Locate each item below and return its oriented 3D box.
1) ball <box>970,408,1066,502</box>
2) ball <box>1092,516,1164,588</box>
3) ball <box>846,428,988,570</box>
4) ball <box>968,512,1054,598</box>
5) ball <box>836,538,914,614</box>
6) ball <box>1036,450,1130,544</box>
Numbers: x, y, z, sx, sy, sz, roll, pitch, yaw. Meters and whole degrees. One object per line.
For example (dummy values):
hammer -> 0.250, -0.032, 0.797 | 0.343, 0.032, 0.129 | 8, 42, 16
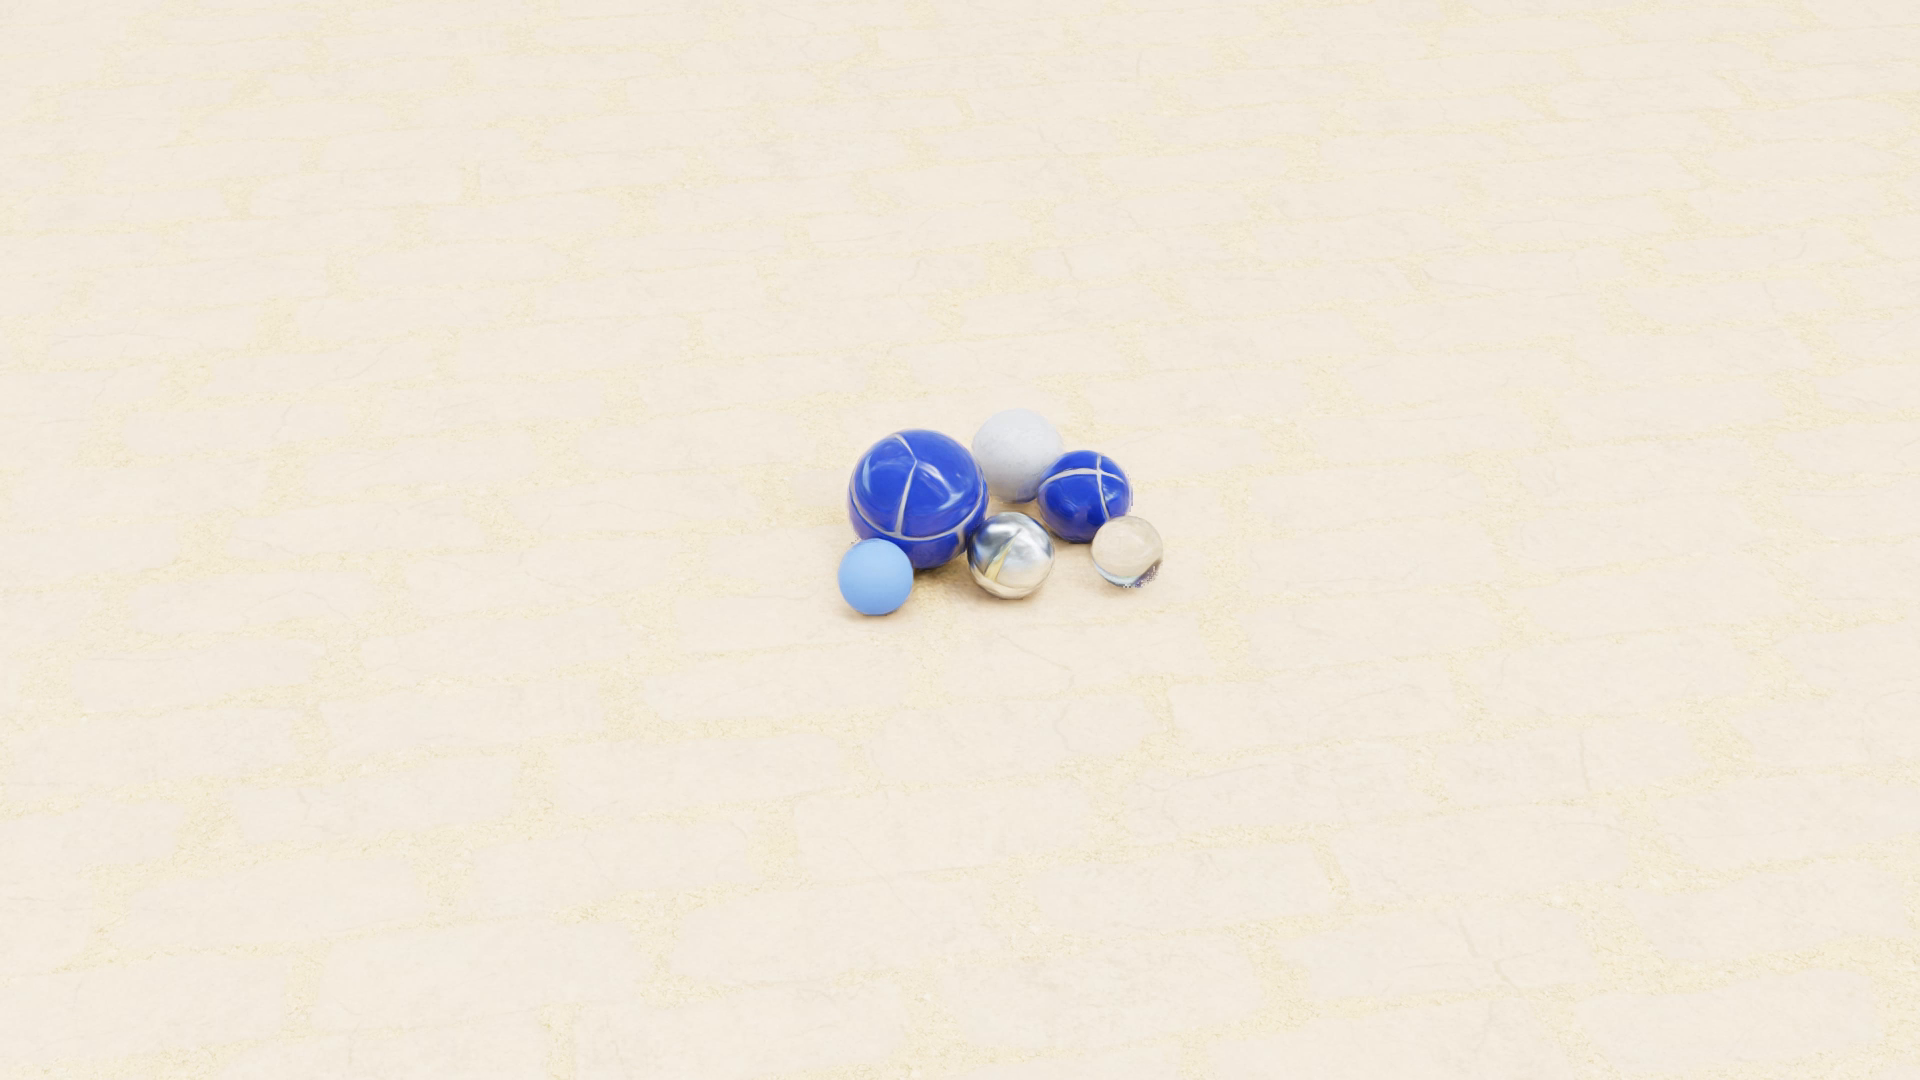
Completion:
ball -> 0.035, -0.051, 1.764 | 0.057, 0.057, 0.057 | 0, 31, 0
ball -> 0.096, 0.006, 1.683 | 0.041, 0.041, 0.041 | 0, 31, 0
ball -> -0.024, -0.024, 1.694 | 0.082, 0.082, 0.082 | 0, 31, 0
ball -> 0.029, 0.009, 1.671 | 0.049, 0.049, 0.049 | 0, 31, 0
ball -> -0.048, 0.021, 1.657 | 0.043, 0.043, 0.043 | 0, 31, 0
ball -> 0.073, -0.026, 1.723 | 0.055, 0.055, 0.055 | 0, 31, 0
